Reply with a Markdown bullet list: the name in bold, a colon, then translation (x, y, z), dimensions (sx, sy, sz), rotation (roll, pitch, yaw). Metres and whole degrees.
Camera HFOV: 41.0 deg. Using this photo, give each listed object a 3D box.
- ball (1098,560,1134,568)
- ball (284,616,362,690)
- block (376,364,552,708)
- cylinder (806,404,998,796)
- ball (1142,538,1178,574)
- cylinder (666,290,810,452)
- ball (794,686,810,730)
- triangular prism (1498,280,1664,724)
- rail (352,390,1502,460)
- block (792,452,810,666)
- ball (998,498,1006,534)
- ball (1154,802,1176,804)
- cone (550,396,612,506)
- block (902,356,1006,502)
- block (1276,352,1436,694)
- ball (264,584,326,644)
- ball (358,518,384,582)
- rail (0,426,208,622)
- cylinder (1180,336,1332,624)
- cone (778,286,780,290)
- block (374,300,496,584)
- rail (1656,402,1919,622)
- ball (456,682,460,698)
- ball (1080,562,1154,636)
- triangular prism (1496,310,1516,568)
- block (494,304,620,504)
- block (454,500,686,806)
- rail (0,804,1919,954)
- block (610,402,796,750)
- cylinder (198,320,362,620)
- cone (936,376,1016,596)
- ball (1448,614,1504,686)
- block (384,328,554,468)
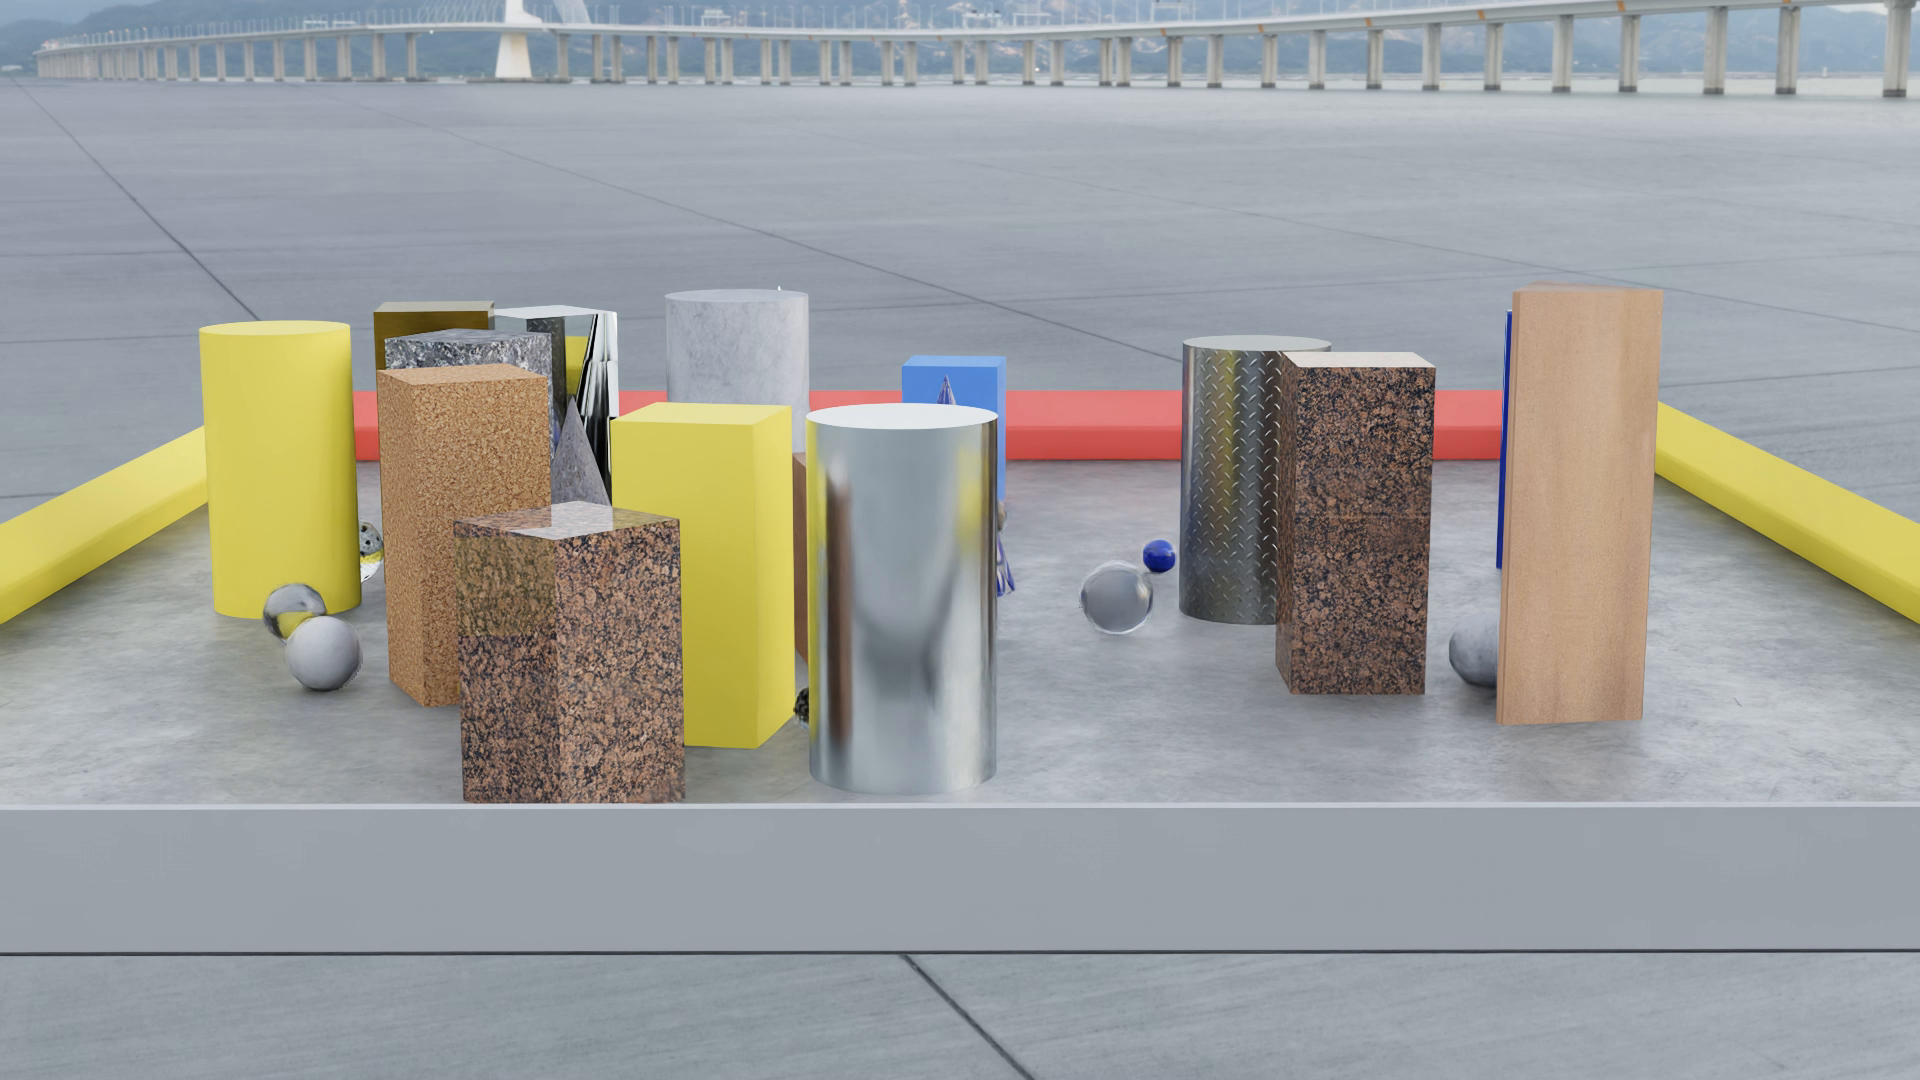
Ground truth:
- **ball**: translation (0.209, 0.065, 3.417), dimensions (0.077, 0.077, 0.077), rotation (0, 11, 0)
- **ball**: translation (-0.750, 0.133, 3.023), dimensions (0.087, 0.087, 0.087), rotation (0, 11, 0)
- **block**: translation (-0.579, -0.010, 3.013), dimensions (0.157, 0.373, 0.157), rotation (-5, 12, -27)
- **cylinder**: translation (-0.059, 0.057, 2.652), dimensions (0.196, 0.373, 0.196), rotation (0, 11, 0)
- **ball**: translation (0.289, 0.023, 3.719), dimensions (0.050, 0.050, 0.050), rotation (0, 11, 0)
- **cylinder**: translation (-0.306, -0.131, 3.549), dimensions (0.196, 0.415, 0.196), rotation (0, 11, 0)
- **ball**: translation (-0.155, 0.183, 2.785), dimensions (0.051, 0.051, 0.051), rotation (0, 11, 0)
- **triangular prism**: translation (0.675, -0.047, 2.909), dimensions (0.170, 0.483, 0.147), rotation (-2, 11, -9)
- **rail**: translation (-0.008, -0.210, 4.759), dimensions (2.534, 0.127, 0.045), rotation (0, 11, 0)
- **block**: translation (-0.120, 0.022, 3.189), dimensions (0.157, 0.246, 0.157), rotation (-2, 11, -13)
- **ball**: translation (0.036, -0.037, 3.982), dimensions (0.072, 0.072, 0.072), rotation (0, 11, 0)
- **ball**: translation (0.178, 0.275, 2.211), dimensions (0.098, 0.098, 0.098), rotation (0, 11, 0)
- **cone**: translation (-0.495, -0.033, 3.302), dimensions (0.196, 0.312, 0.196), rotation (0, 11, 0)
- **block**: translation (-0.009, -0.179, 4.289), dimensions (0.157, 0.241, 0.157), rotation (1, 11, 6)
- **block**: translation (0.466, -0.023, 3.048), dimensions (0.157, 0.385, 0.157), rotation (0, 11, 0)
- **ball**: translation (-0.845, 0.094, 3.261), dimensions (0.078, 0.078, 0.078), rotation (0, 11, 0)
- **ball**: translation (-0.866, 0.015, 3.635), dimensions (0.097, 0.097, 0.097), rotation (0, 11, 0)
- **rail**: translation (-1.243, 0.034, 3.442), dimensions (0.045, 0.127, 2.713), rotation (0, 11, 0)
- **cylinder**: translation (0.395, -0.084, 3.441), dimensions (0.196, 0.362, 0.196), rotation (0, 11, 0)
- **cone**: translation (-0.265, -0.174, 3.799), dimensions (0.196, 0.408, 0.196), rotation (0, 11, 0)
- **block**: translation (-0.749, -0.144, 3.696), dimensions (0.157, 0.386, 0.157), rotation (-1, 11, -7)
- **rail**: translation (1.243, 0.031, 3.456), dimensions (0.045, 0.127, 2.713), rotation (0, 11, 0)
- **ball**: translation (-0.555, 0.171, 2.943), dimensions (0.043, 0.043, 0.043), rotation (0, 11, 0)
- **ball**: translation (0.203, 0.076, 3.313), dimensions (0.094, 0.094, 0.094), rotation (0, 11, 0)
- **triangular prism**: translation (0.896, -0.149, 3.749), dimensions (0.170, 0.378, 0.147), rotation (6, 12, 29)
- **block**: translation (-0.628, -0.168, 3.900), dimensions (0.157, 0.359, 0.157), rotation (-9, 14, -40)
- **block**: translation (-0.387, 0.120, 2.551), dimensions (0.157, 0.285, 0.157), rotation (9, 14, 42)
- **rail**: translation (0.008, 0.276, 2.138), dimensions (2.534, 0.127, 0.045), rotation (0, 11, 0)
- **block**: translation (-0.280, 0.035, 2.824), dimensions (0.157, 0.352, 0.157), rotation (2, 11, 11)
- **cylinder**: translation (-0.919, -0.099, 3.475), dimensions (0.196, 0.378, 0.196), rotation (0, 11, 0)
- **cone**: translation (-0.019, -0.083, 3.591), dimensions (0.196, 0.304, 0.196), rotation (0, 11, 0)
- **ball**: translation (0.622, 0.131, 3.040), dimensions (0.086, 0.086, 0.086), rotation (0, 11, 0)
- **block**: translation (-0.660, -0.093, 3.478), dimensions (0.157, 0.367, 0.157), rotation (5, 12, 25)
